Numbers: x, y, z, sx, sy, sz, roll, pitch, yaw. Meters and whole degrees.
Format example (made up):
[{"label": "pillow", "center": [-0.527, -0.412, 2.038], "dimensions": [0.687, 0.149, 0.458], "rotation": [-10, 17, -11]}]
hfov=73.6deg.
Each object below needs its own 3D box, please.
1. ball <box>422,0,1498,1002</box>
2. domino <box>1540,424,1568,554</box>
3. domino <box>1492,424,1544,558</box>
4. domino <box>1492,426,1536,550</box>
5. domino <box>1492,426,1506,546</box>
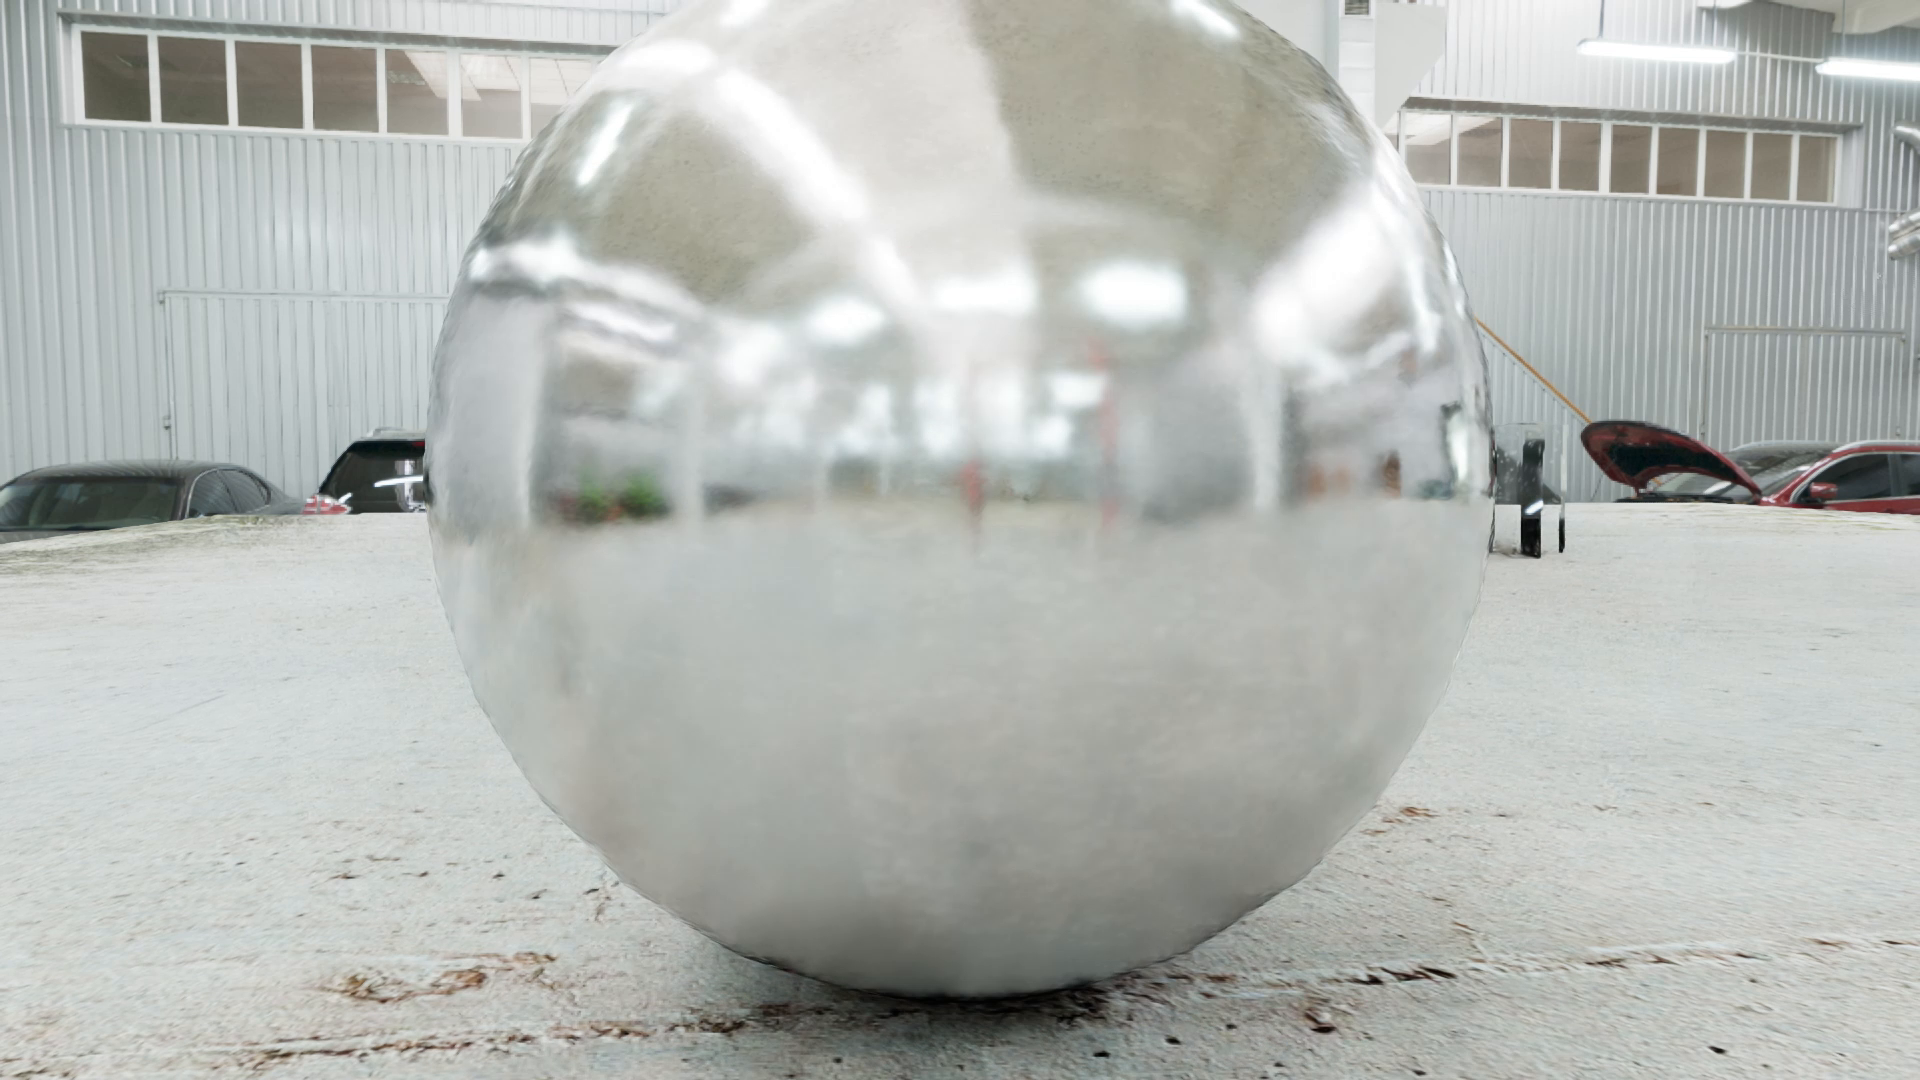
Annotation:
[{"label": "ball", "center": [0.000, -0.005, 0.103], "dimensions": [0.080, 0.080, 0.080], "rotation": [0, 4, 0]}, {"label": "domino", "center": [0.223, -0.020, 0.503], "dimensions": [0.025, 0.050, 0.009], "rotation": [1, 4, 7]}, {"label": "domino", "center": [0.210, -0.019, 0.486], "dimensions": [0.009, 0.050, 0.025], "rotation": [0, 4, -2]}, {"label": "domino", "center": [0.220, -0.022, 0.522], "dimensions": [0.025, 0.050, 0.009], "rotation": [-1, 4, -12]}, {"label": "domino", "center": [0.215, -0.023, 0.540], "dimensions": [0.025, 0.050, 0.010], "rotation": [-1, 4, -15]}]
